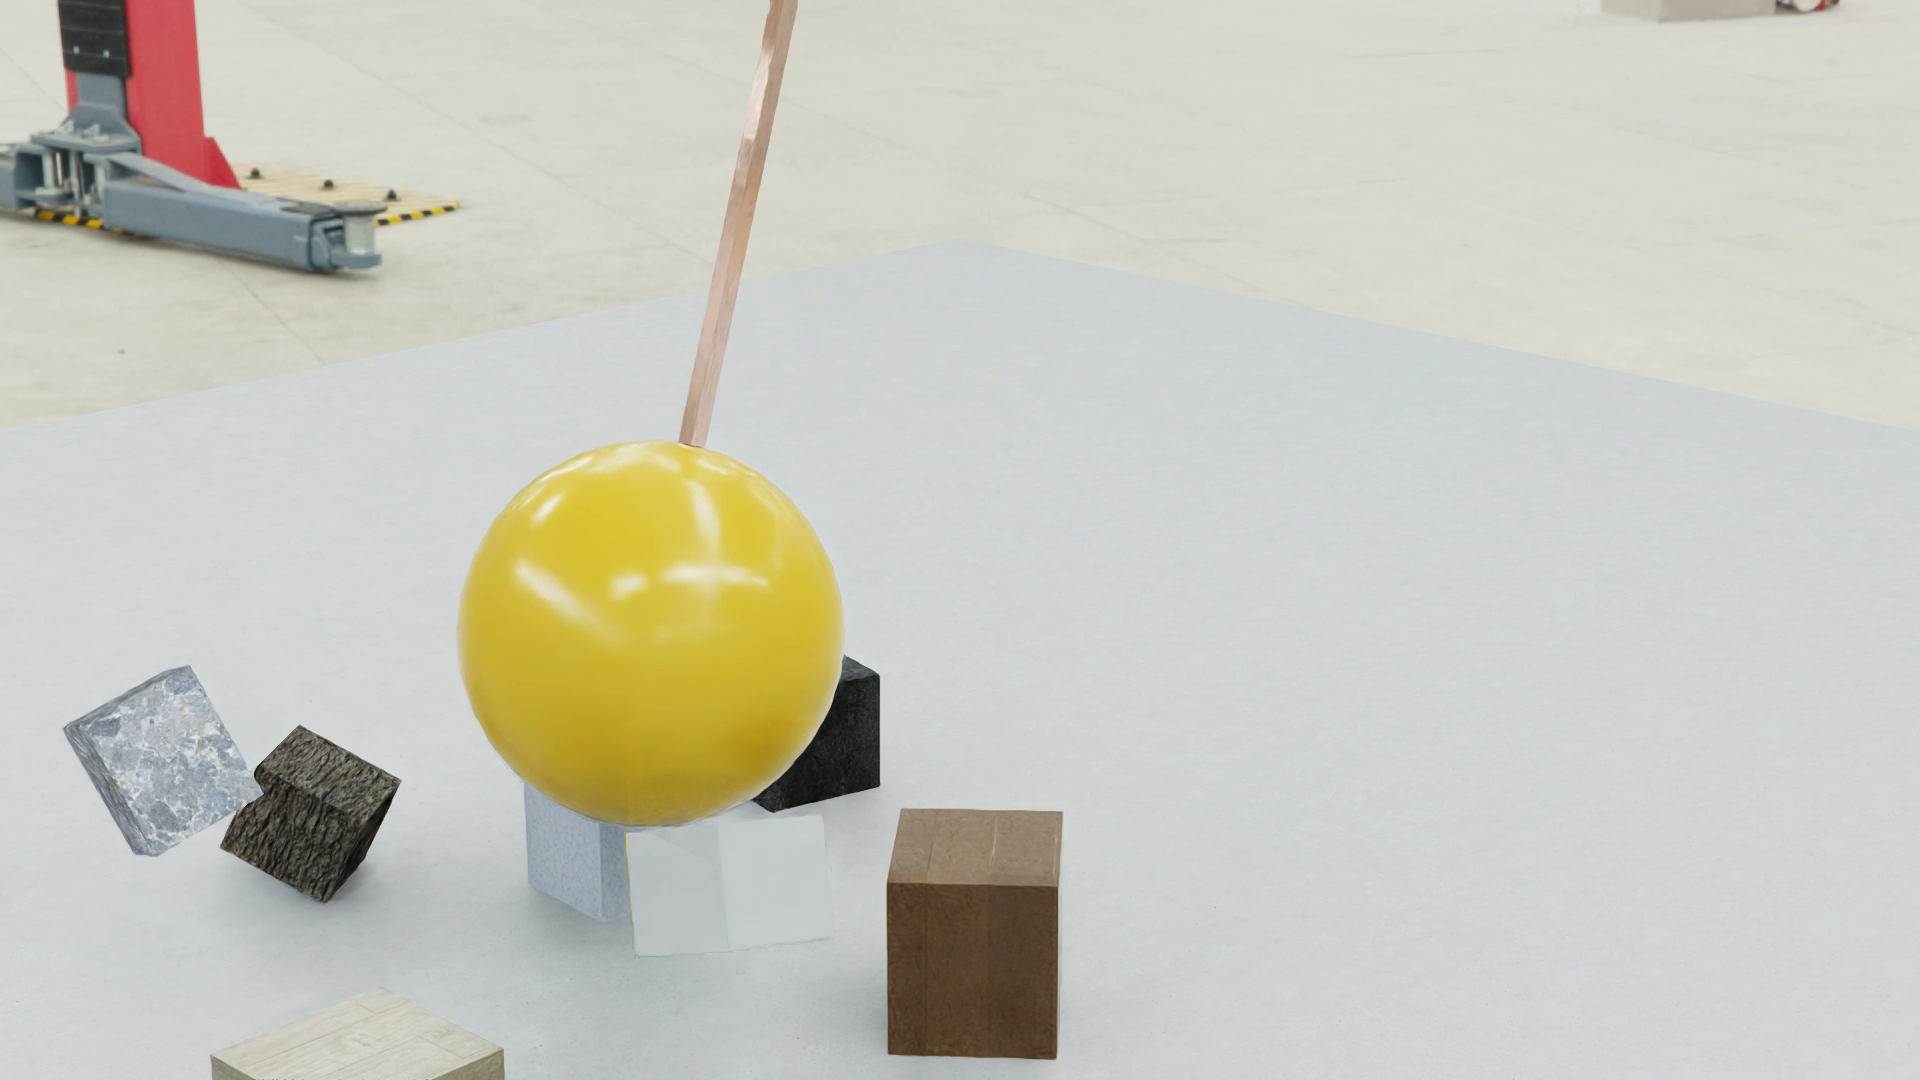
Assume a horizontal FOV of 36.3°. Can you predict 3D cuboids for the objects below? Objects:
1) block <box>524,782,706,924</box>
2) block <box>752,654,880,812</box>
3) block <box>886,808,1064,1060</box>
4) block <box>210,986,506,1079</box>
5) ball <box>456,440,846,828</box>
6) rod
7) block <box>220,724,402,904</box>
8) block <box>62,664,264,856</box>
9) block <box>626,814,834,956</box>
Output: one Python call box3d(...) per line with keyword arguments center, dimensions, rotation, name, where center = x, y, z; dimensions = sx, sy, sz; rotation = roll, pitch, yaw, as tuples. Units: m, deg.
box3d(center=(-1.557, 1.275, 13.250), dimensions=(0.583, 0.622, 0.574), rotation=(-15, 23, -40), name="block")
box3d(center=(-0.808, 0.913, 14.456), dimensions=(0.618, 0.590, 0.574), rotation=(-11, 20, -31), name="block")
box3d(center=(0.070, 1.600, 11.997), dimensions=(0.678, 0.754, 0.764), rotation=(1, 17, 3), name="block")
box3d(center=(-2.117, 2.130, 10.401), dimensions=(0.718, 0.700, 0.729), rotation=(16, 23, 41), name="block")
box3d(center=(-1.274, 0.386, 12.128), dimensions=(1.600, 1.600, 1.600), rotation=(0, 17, 0), name="ball")
box3d(center=(-0.552, -2.924, 11.844), dimensions=(0.080, 5.200, 0.080), rotation=(17, 6, 42), name="rod")
box3d(center=(-2.939, 1.240, 13.295), dimensions=(0.539, 0.461, 0.501), rotation=(28, 20, 0), name="block")
box3d(center=(-3.419, 0.947, 12.554), dimensions=(0.506, 0.634, 0.560), rotation=(-31, 9, -25), name="block")
box3d(center=(-0.795, 1.187, 10.089), dimensions=(0.463, 0.421, 0.509), rotation=(0, -8, -44), name="block")
